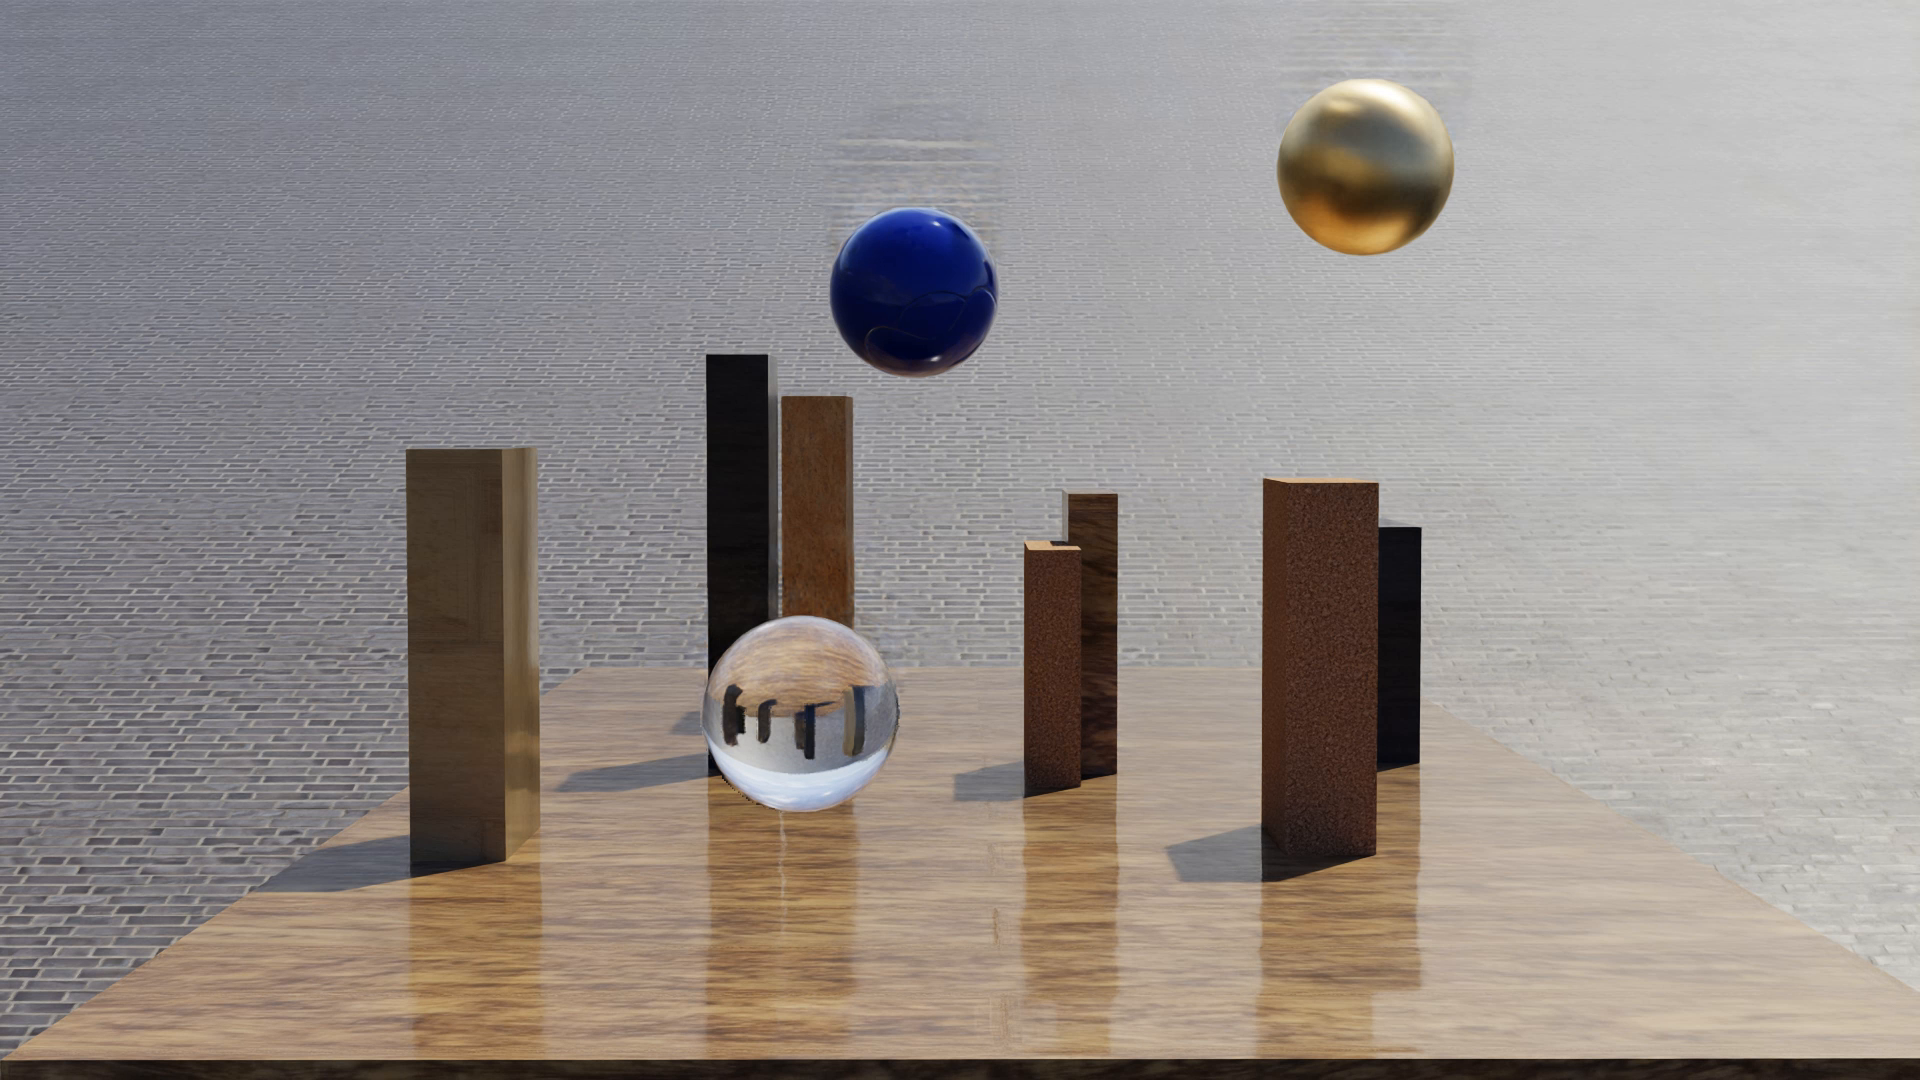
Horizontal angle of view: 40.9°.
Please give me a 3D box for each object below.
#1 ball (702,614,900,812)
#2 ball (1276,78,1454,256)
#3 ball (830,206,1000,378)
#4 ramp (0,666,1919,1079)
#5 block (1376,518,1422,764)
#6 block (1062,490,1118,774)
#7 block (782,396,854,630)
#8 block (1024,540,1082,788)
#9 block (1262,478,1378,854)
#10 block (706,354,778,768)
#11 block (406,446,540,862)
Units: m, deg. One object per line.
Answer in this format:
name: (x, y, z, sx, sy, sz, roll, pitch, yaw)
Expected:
ball: (-0.157, 0.171, 2.537, 0.194, 0.194, 0.194, 0, 22, 0)
ball: (0.419, -0.386, 2.664, 0.182, 0.182, 0.182, 0, 22, 0)
ball: (-0.042, -0.228, 2.370, 0.157, 0.157, 0.157, 0, 22, 0)
ramp: (0.052, 0.467, 4.534, 2.000, 0.100, 4.000, 0, 3, 0)
block: (0.784, 0.182, 4.913, 0.115, 0.433, 0.427, 0, 3, 0)
block: (0.235, 0.160, 4.693, 0.087, 0.498, 0.274, 0, 3, 0)
block: (-0.307, 0.028, 5.597, 0.134, 0.678, 0.400, 0, 3, 0)
block: (0.162, 0.212, 4.557, 0.089, 0.407, 0.324, 0, 3, 0)
block: (0.536, 0.180, 3.851, 0.132, 0.538, 0.289, 0, 3, 0)
block: (-0.400, 0.033, 4.757, 0.111, 0.746, 0.246, 0, 3, 0)
block: (-0.717, 0.158, 3.809, 0.136, 0.587, 0.308, 0, 3, 0)
